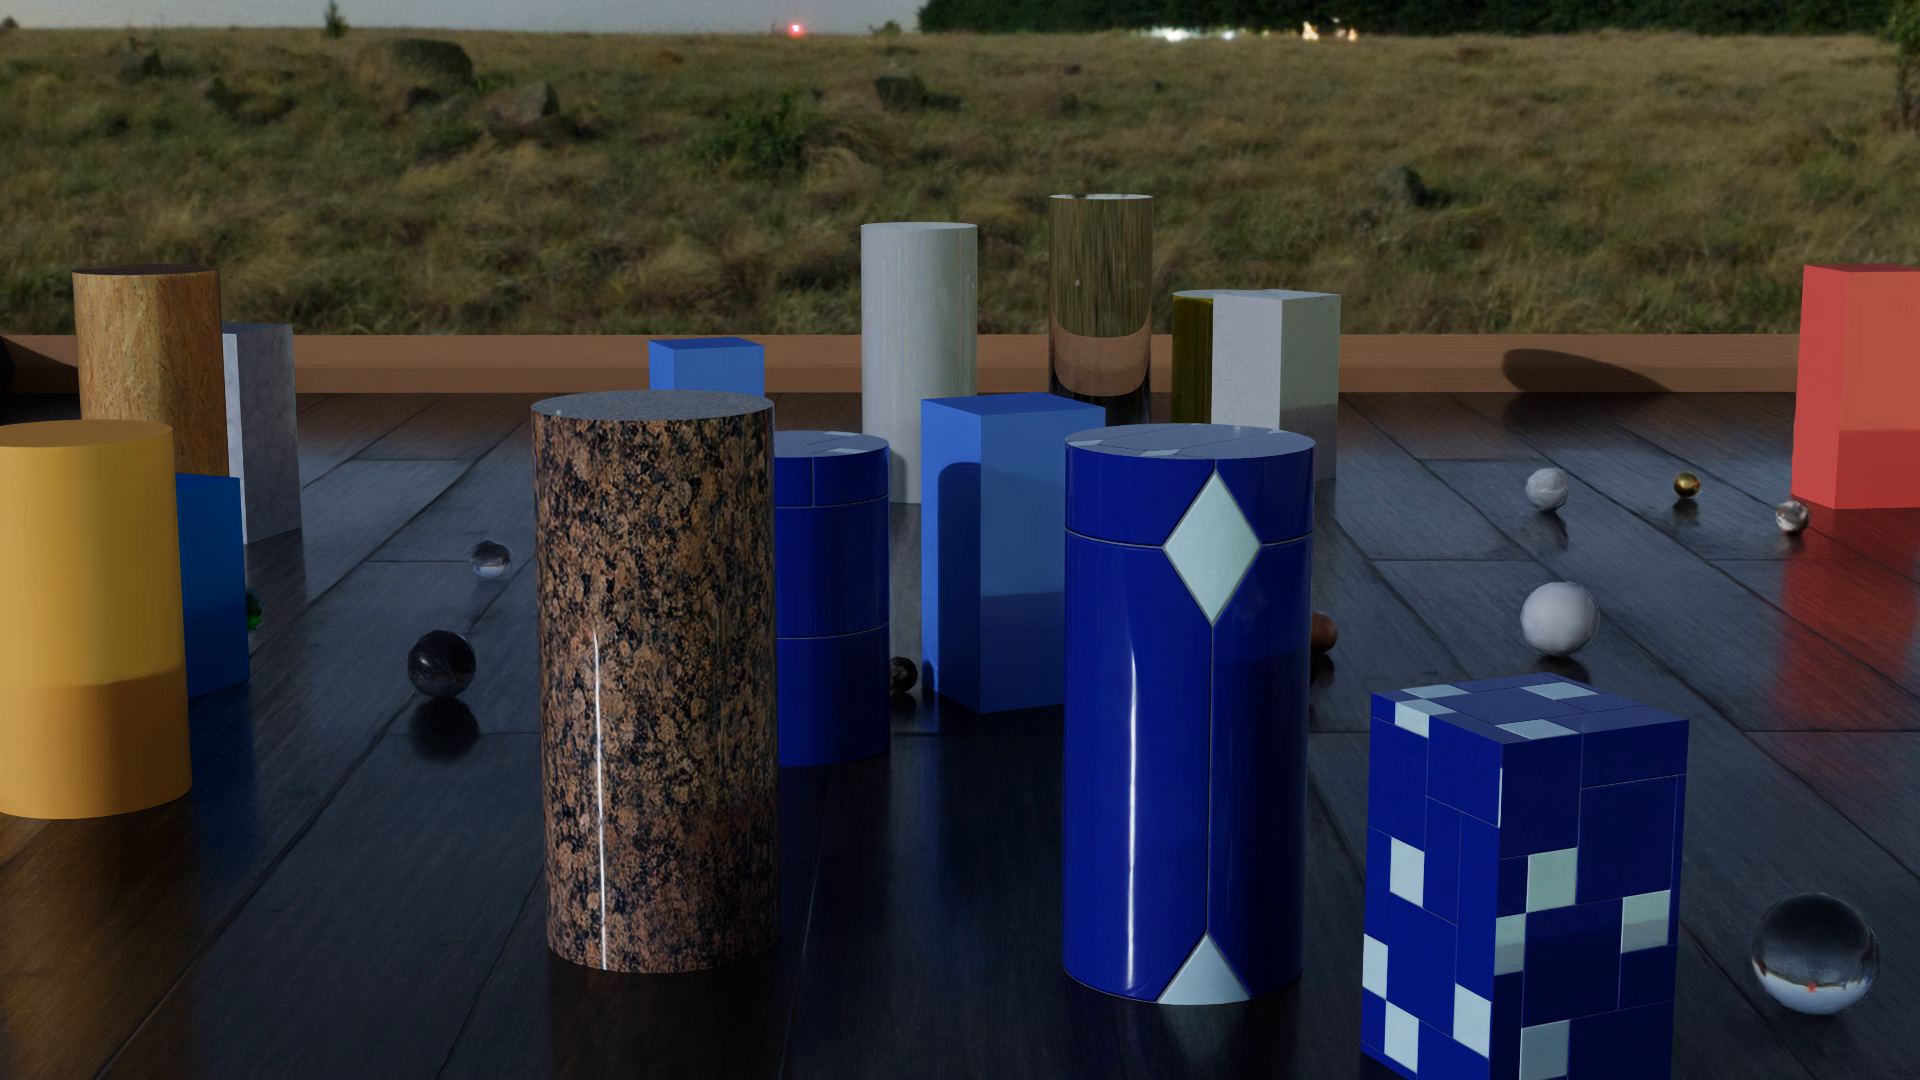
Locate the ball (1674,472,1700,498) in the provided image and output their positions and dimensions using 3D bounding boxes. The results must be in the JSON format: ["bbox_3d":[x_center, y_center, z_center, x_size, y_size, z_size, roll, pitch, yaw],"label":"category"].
[{"bbox_3d":[1.239,-0.095,4.375,0.045,0.045,0.045,0,10,0],"label":"ball"}]

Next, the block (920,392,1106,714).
[{"bbox_3d":[0.060,0.010,2.992,0.158,0.342,0.158,-5,12,-25],"label":"block"}]

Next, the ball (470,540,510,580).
[{"bbox_3d":[-0.673,0.028,3.674,0.058,0.058,0.058,0,10,0],"label":"ball"}]

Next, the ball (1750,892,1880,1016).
[{"bbox_3d":[0.663,0.321,1.992,0.095,0.095,0.095,0,10,0],"label":"ball"}]

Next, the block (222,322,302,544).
[{"bbox_3d":[-1.151,-0.171,4.021,0.158,0.324,0.158,3,11,16],"label":"block"}]

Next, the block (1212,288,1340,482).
[{"bbox_3d":[0.560,-0.273,4.560,0.158,0.328,0.158,-9,14,-41],"label":"block"}]

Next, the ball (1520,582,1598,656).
[{"bbox_3d":[0.746,0.099,3.198,0.093,0.093,0.093,0,10,0],"label":"ball"}]

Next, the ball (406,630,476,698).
[{"bbox_3d":[-0.603,0.145,2.986,0.080,0.080,0.080,0,10,0],"label":"ball"}]

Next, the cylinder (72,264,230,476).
[{"bbox_3d":[-1.145,-0.163,3.649,0.198,0.443,0.198,0,10,0],"label":"cylinder"}]

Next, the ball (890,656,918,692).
[{"bbox_3d":[-0.071,0.158,3.016,0.043,0.043,0.043,0,10,0],"label":"ball"}]

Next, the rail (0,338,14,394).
[{"bbox_3d":[-2.115,0.035,3.437,0.045,0.129,4.727,0,10,0],"label":"rail"}]

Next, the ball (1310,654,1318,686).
[{"bbox_3d":[0.390,0.152,3.007,0.057,0.057,0.057,0,10,0],"label":"ball"}]

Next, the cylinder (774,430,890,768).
[{"bbox_3d":[-0.175,0.059,2.764,0.198,0.329,0.198,0,10,0],"label":"cylinder"}]

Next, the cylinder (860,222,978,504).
[{"bbox_3d":[-0.069,-0.306,4.376,0.198,0.459,0.198,0,10,0],"label":"cylinder"}]

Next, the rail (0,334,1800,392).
[{"bbox_3d":[-0.013,-0.393,5.749,4.277,0.129,0.045,0,10,0],"label":"rail"}]

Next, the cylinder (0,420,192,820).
[{"bbox_3d":[-0.883,0.074,2.575,0.198,0.367,0.198,0,10,0],"label":"cylinder"}]

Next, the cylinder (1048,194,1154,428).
[{"bbox_3d":[0.268,-0.415,4.909,0.198,0.481,0.198,0,10,0],"label":"cylinder"}]

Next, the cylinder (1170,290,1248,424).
[{"bbox_3d":[0.496,-0.308,4.811,0.198,0.306,0.198,0,10,0],"label":"cylinder"}]

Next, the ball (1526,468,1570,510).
[{"bbox_3d":[0.973,-0.084,4.243,0.072,0.072,0.072,0,10,0],"label":"ball"}]

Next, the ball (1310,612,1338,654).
[{"bbox_3d":[0.448,0.117,3.216,0.051,0.051,0.051,0,10,0],"label":"ball"}]

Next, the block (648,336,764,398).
[{"bbox_3d":[-0.434,-0.209,4.406,0.158,0.259,0.158,-4,11,-21],"label":"block"}]

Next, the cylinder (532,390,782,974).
[{"bbox_3d":[-0.251,0.111,2.141,0.198,0.453,0.198,0,10,0],"label":"cylinder"}]

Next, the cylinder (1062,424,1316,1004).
[{"bbox_3d":[0.182,0.134,2.072,0.198,0.433,0.198,0,10,0],"label":"cylinder"}]

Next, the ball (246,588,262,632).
[{"bbox_3d":[-0.935,0.092,3.323,0.061,0.061,0.061,0,10,0],"label":"ball"}]

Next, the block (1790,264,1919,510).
[{"bbox_3d":[1.520,-0.261,4.315,0.158,0.393,0.158,-2,11,-8],"label":"block"}]

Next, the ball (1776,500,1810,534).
[{"bbox_3d":[1.311,-0.036,4.042,0.052,0.052,0.052,0,10,0],"label":"ball"}]

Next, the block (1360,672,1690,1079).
[{"bbox_3d":[0.405,0.254,1.858,0.158,0.275,0.158,-5,12,-24],"label":"block"}]

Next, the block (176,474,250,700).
[{"bbox_3d":[-0.957,0.054,3.021,0.158,0.245,0.158,4,11,22],"label":"block"}]
